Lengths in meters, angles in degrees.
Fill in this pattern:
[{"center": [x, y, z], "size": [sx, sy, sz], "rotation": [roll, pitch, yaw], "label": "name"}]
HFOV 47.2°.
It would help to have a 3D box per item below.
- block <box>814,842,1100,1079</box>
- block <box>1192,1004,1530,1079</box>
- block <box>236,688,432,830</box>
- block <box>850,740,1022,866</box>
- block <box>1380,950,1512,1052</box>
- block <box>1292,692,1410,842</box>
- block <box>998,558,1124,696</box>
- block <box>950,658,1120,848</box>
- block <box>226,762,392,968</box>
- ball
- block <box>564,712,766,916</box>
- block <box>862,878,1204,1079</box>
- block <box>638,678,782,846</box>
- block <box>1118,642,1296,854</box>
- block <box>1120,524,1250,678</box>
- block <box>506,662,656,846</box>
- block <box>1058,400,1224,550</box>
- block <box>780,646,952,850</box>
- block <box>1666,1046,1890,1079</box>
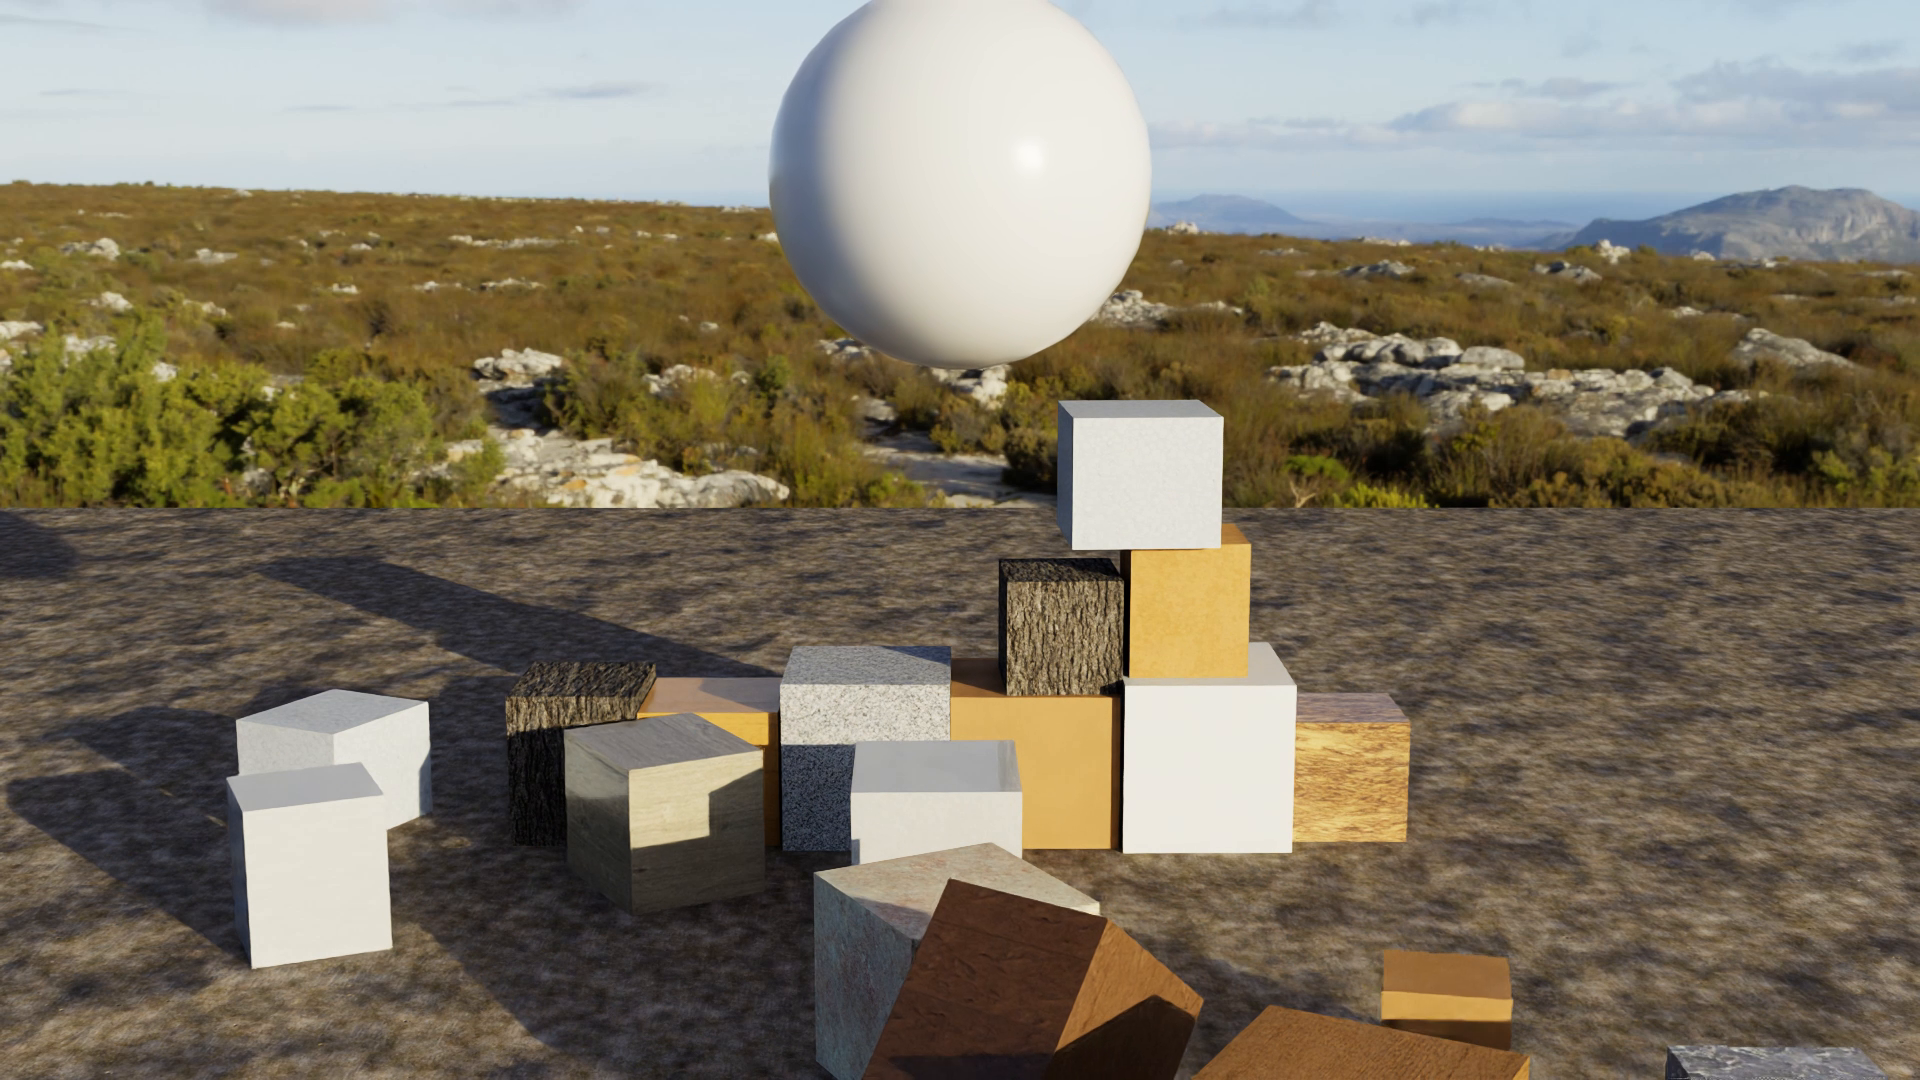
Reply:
[{"center": [-0.023, 1.668, 8.266], "size": [0.775, 0.760, 0.809], "rotation": [-6, 12, -28], "label": "block"}, {"center": [1.130, 1.961, 6.385], "size": [0.807, 0.856, 0.782], "rotation": [6, 12, 28], "label": "block"}, {"center": [-3.241, 1.177, 11.429], "size": [0.638, 0.596, 0.721], "rotation": [5, 11, 26], "label": "block"}, {"center": [-0.107, 1.379, 9.821], "size": [0.729, 0.772, 0.823], "rotation": [0, 10, -1], "label": "block"}, {"center": [1.816, 1.835, 8.253], "size": [0.463, 0.436, 0.429], "rotation": [2, 11, 11], "label": "block"}, {"center": [1.961, 1.169, 11.397], "size": [0.604, 0.622, 0.608], "rotation": [0, 10, 0], "label": "block"}, {"center": [0.506, 0.433, 11.209], "size": [0.578, 0.576, 0.616], "rotation": [-1, 10, -3], "label": "block"}, {"center": [0.377, 1.090, 11.391], "size": [0.845, 0.780, 0.847], "rotation": [0, 10, 0], "label": "block"}, {"center": [-2.889, 1.428, 9.751], "size": [0.592, 0.700, 0.568], "rotation": [-5, 11, -25], "label": "block"}, {"center": [0.000, -1.509, 9.140], "size": [1.600, 1.600, 1.600], "rotation": [0, 10, 0], "label": "ball"}, {"center": [-1.419, 1.292, 10.516], "size": [0.672, 0.694, 0.812], "rotation": [-6, 12, -30], "label": "block"}, {"center": [0.239, 1.688, 7.290], "size": [0.665, 0.797, 0.697], "rotation": [7, -26, 40], "label": "block"}, {"center": [-1.259, 1.136, 11.386], "size": [0.701, 0.691, 0.726], "rotation": [0, 10, 0], "label": "block"}, {"center": [1.232, 1.055, 11.368], "size": [0.844, 0.857, 0.950], "rotation": [0, 10, 0], "label": "block"}, {"center": [1.137, 0.301, 11.224], "size": [0.592, 0.677, 0.598], "rotation": [0, 10, -1], "label": "block"}, {"center": [-1.940, 1.095, 11.381], "size": [0.645, 0.773, 0.742], "rotation": [0, 10, 0], "label": "block"}, {"center": [0.891, -0.339, 11.052], "size": [0.730, 0.645, 0.733], "rotation": [-1, 10, -3], "label": "block"}, {"center": [-0.467, 1.059, 11.349], "size": [0.838, 0.855, 0.847], "rotation": [0, 10, 0], "label": "block"}, {"center": [2.618, 1.998, 6.937], "size": [0.623, 0.586, 0.610], "rotation": [0, 10, 1], "label": "block"}]
